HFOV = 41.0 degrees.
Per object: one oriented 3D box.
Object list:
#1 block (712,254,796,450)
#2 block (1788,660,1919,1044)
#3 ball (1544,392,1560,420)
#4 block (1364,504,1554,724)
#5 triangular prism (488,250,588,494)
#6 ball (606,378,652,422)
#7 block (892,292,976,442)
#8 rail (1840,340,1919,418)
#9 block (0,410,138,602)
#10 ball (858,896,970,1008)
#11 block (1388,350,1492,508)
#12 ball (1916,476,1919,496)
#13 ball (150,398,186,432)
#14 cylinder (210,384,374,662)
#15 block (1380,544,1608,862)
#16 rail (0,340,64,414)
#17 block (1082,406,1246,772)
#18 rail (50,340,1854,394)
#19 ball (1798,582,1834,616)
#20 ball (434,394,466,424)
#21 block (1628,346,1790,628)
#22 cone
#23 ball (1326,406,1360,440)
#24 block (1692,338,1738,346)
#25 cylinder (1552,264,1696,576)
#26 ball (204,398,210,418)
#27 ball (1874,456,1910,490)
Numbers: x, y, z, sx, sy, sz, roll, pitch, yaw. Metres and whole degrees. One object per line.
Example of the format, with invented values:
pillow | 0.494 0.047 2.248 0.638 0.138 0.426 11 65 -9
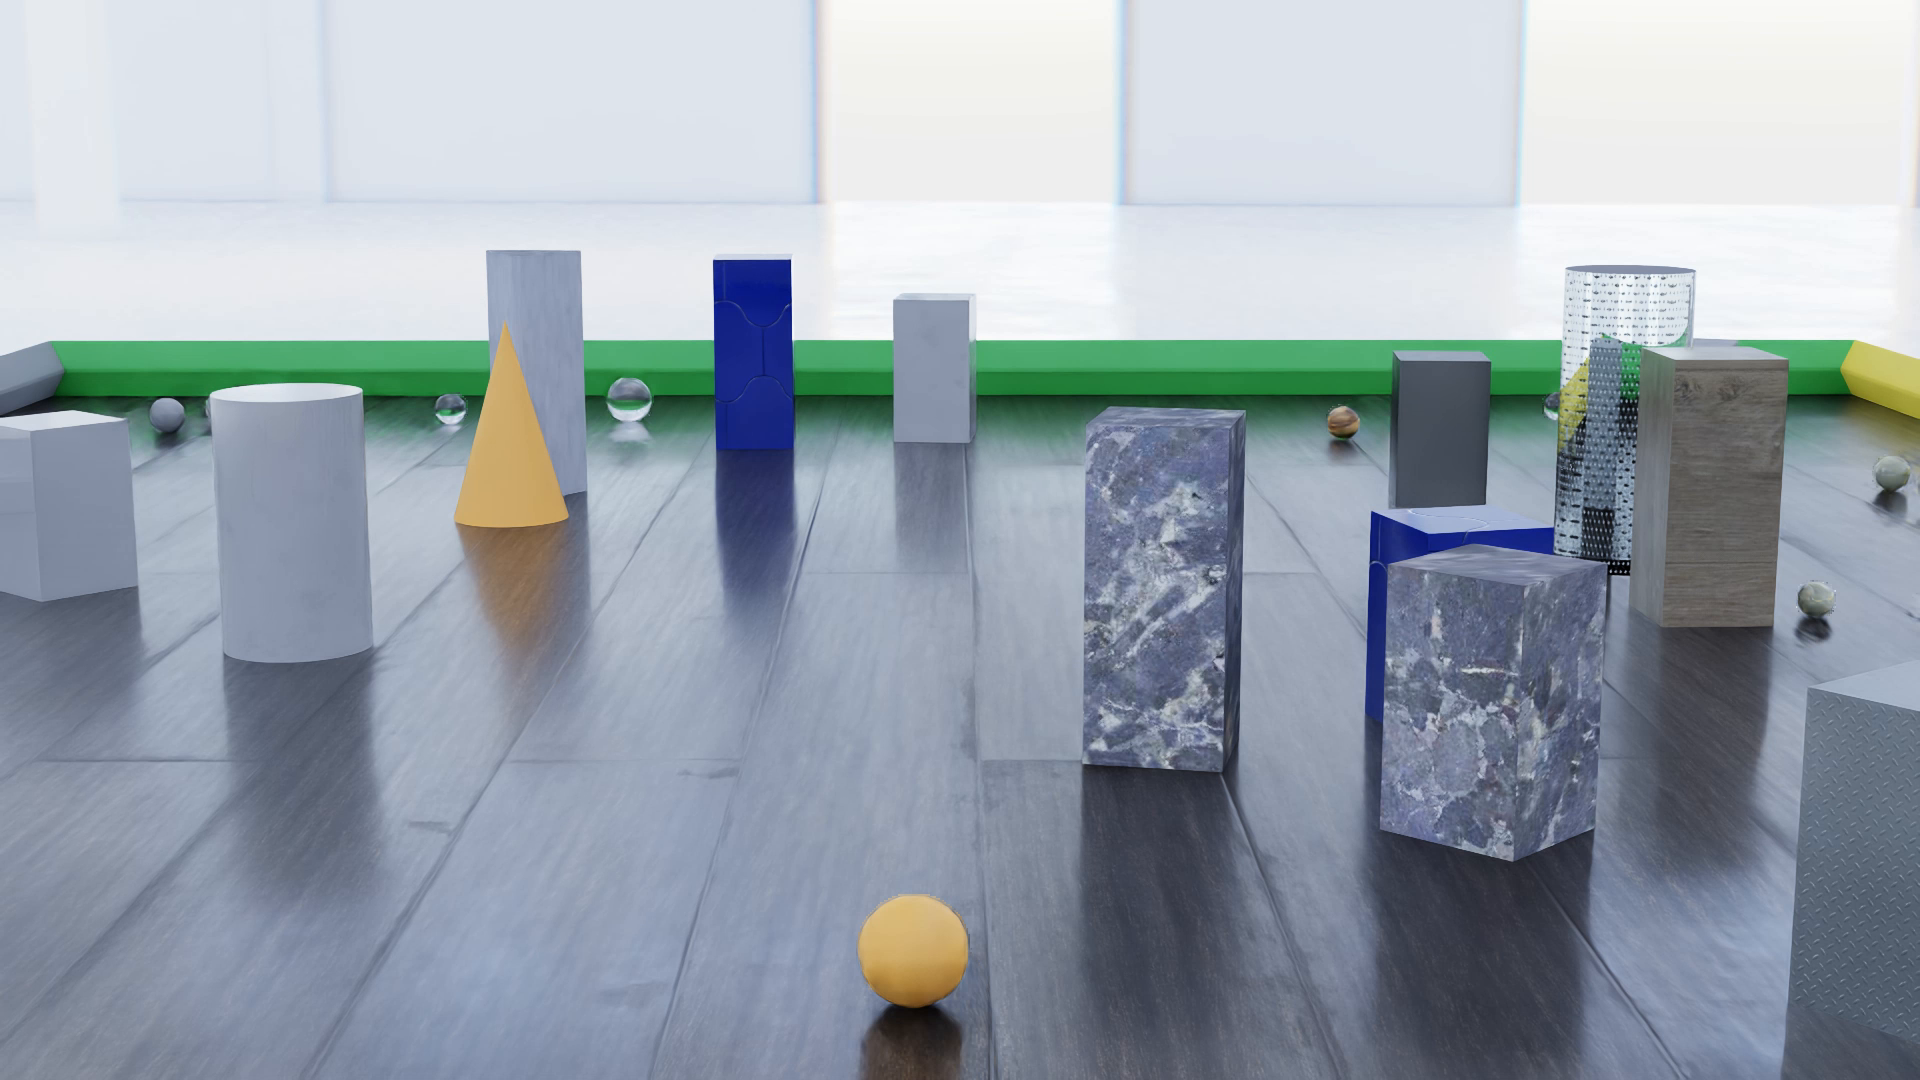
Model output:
block | -0.392 -0.362 4.904 0.147 0.358 0.147 0 11 -2
block | 0.753 0.239 1.977 0.147 0.253 0.147 -8 13 -37
ball | 1.222 -0.273 5.245 0.058 0.058 0.058 0 11 0
block | 0.548 0.091 2.826 0.147 0.232 0.147 -3 11 -15
triangular prism | -0.741 -0.282 4.335 0.138 0.409 0.159 7 13 32
ball | -0.673 -0.285 5.219 0.092 0.092 0.092 0 11 0
block | -0.048 -0.337 4.996 0.147 0.275 0.147 1 11 6
rail | 1.959 0.029 3.461 0.045 0.119 4.461 0 11 0
block | -1.257 -0.050 3.573 0.147 0.235 0.147 9 14 41
ball | -0.036 0.320 1.998 0.087 0.087 0.087 0 11 0
block | 0.797 -0.186 4.274 0.147 0.243 0.147 1 11 5
ball | 1.609 -0.089 4.196 0.083 0.083 0.083 0 11 0
ball | -1.571 -0.248 5.084 0.067 0.067 0.067 0 11 0
cylinder | -0.833 -0.025 3.201 0.184 0.322 0.184 0 11 0
block | 0.507 0.150 2.440 0.147 0.259 0.147 10 14 43
rail | -1.959 0.033 3.439 0.045 0.119 4.461 0 11 0
block | 0.217 0.048 2.712 0.147 0.358 0.147 2 11 13
rail | -0.013 -0.375 5.619 3.966 0.119 0.045 0 11 0
ball | 1.133 0.078 3.397 0.047 0.047 0.047 0 11 0
ball | -1.031 -0.266 5.191 0.063 0.063 0.063 0 11 0
block | 0.984 -0.072 3.380 0.147 0.349 0.147 0 11 -2
cone | -0.724 -0.194 4.111 0.184 0.319 0.184 0 11 0
ball | 0.745 -0.228 4.987 0.064 0.064 0.064 0 11 0
block | 1.206 -0.197 4.273 0.147 0.266 0.147 4 11 22
cylinder | 0.962 -0.177 3.719 0.184 0.430 0.184 0 11 0
ball | -1.495 -0.267 5.193 0.065 0.065 0.065 0 11 0
ball | 1.596 -0.115 4.393 0.059 0.059 0.059 0 11 0
